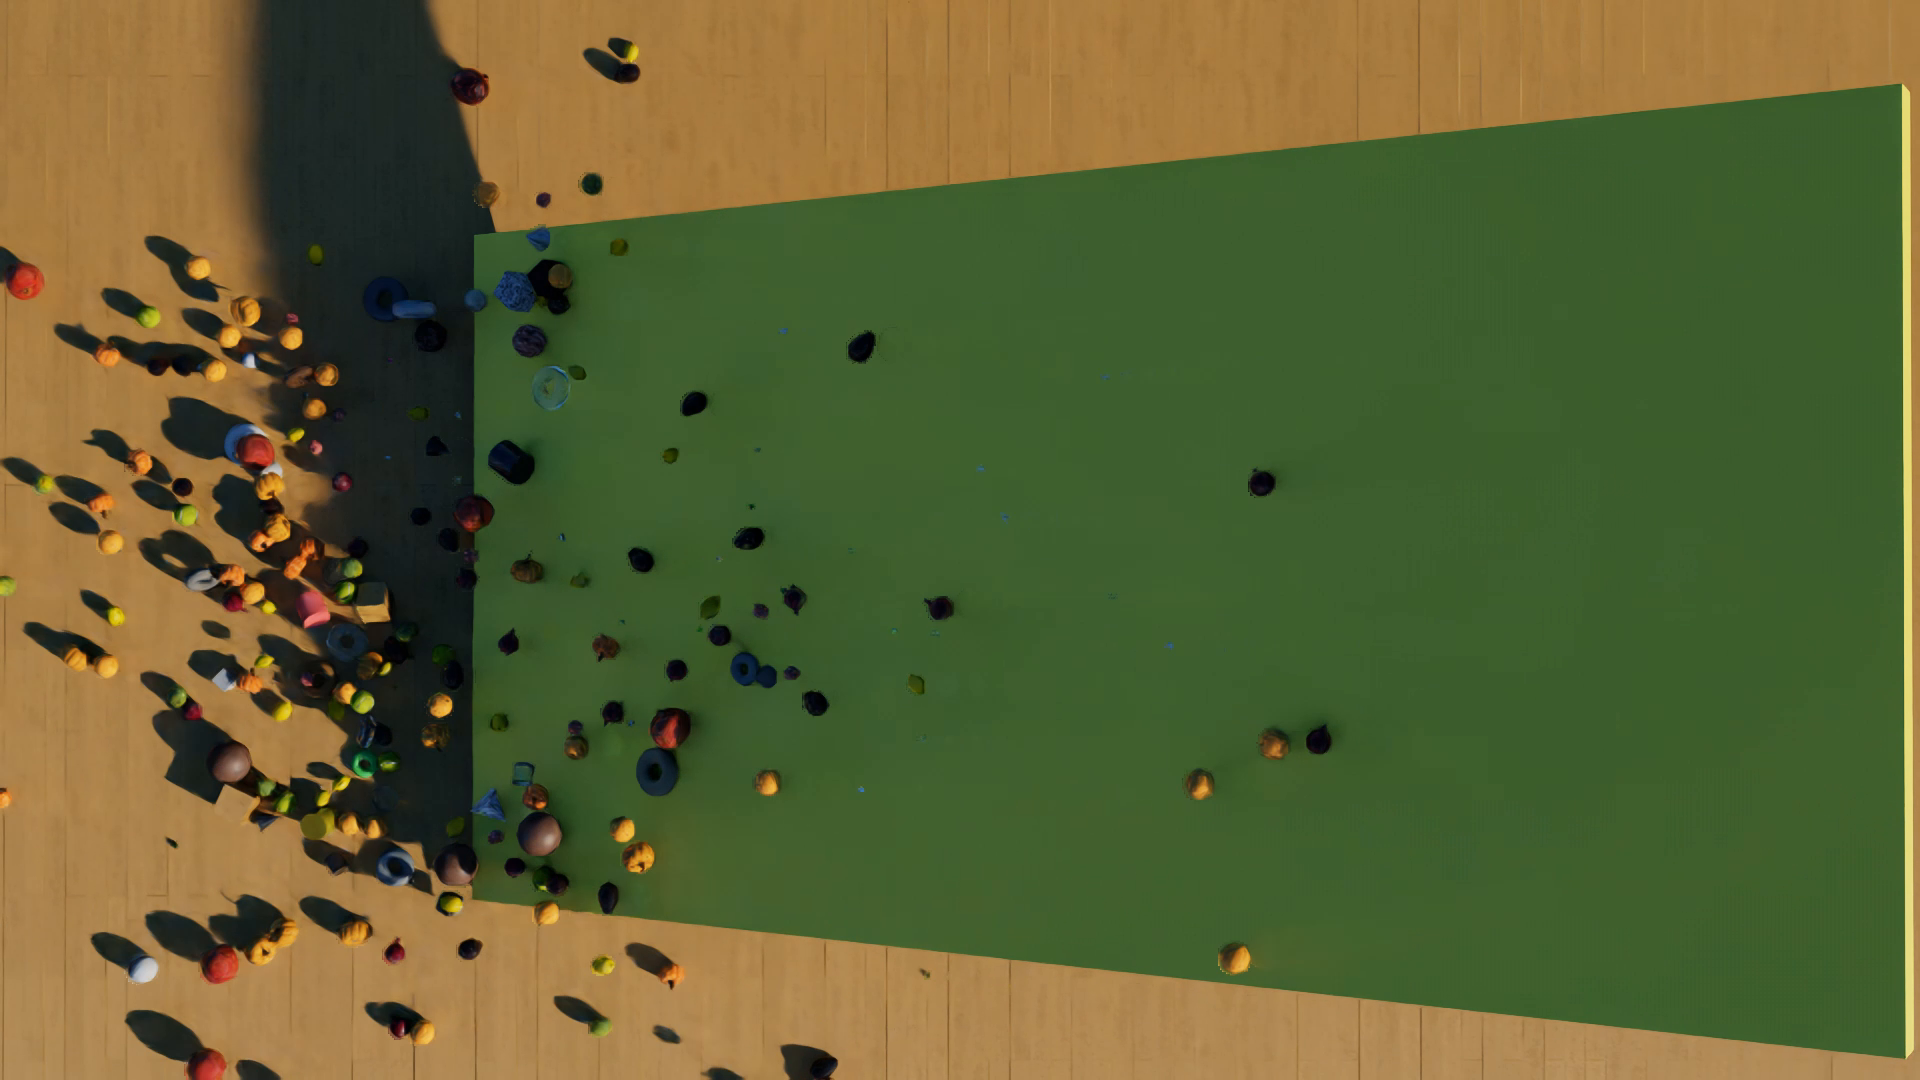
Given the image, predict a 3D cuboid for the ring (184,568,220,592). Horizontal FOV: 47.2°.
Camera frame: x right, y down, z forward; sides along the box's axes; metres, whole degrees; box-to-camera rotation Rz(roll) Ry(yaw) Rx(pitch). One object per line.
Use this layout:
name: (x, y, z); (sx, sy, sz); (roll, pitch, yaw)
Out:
ring: (-2.290, 0.119, 6.645); (0.107, 0.107, 0.036); (-22, 67, 0)

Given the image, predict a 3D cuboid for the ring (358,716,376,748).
ring: (-1.773, 0.574, 6.569); (0.033, 0.098, 0.098); (16, 89, -28)

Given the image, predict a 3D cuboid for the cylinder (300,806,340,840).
cylinder: (-1.931, 0.855, 6.642); (0.085, 0.085, 0.085); (2, 100, 12)

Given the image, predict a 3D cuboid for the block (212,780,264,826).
block: (-2.184, 0.796, 6.647); (0.095, 0.095, 0.095); (25, 90, 0)

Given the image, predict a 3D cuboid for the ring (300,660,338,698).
ring: (-1.948, 0.423, 6.679); (0.117, 0.039, 0.117); (0, 90, -1)

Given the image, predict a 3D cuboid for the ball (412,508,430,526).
ball: (-1.637, -0.072, 6.675); (0.055, 0.055, 0.055); (0, 89, 0)

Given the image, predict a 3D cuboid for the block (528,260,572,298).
block: (-1.197, -0.761, 6.414); (0.076, 0.076, 0.076); (-39, 70, 25)

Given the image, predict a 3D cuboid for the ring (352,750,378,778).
ring: (-1.808, 0.680, 6.683); (0.083, 0.028, 0.083); (0, 89, -1)

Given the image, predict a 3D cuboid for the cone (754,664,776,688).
cone: (-0.545, 0.374, 6.006); (0.064, 0.064, 0.064); (0, 89, 32)

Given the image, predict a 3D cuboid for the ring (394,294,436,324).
ring: (-1.644, -0.694, 6.628); (0.132, 0.132, 0.044); (15, 66, 0)

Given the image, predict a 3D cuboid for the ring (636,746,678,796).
ring: (-0.855, 0.654, 6.207); (0.140, 0.047, 0.140); (-1, 87, 32)

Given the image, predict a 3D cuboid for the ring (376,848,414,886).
ring: (-1.715, 0.993, 6.674); (0.118, 0.039, 0.118); (0, 89, -1)

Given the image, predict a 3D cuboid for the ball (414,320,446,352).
ball: (-1.603, -0.616, 6.658); (0.095, 0.095, 0.095); (0, 89, 0)

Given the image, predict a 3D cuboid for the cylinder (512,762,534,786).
cylinder: (-1.280, 0.688, 6.452); (0.056, 0.056, 0.056); (1, 64, 0)

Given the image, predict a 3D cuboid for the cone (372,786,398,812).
cone: (-1.751, 0.788, 6.655); (0.080, 0.080, 0.080); (0, 89, 0)

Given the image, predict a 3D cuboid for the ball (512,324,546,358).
ball: (-1.262, -0.583, 6.441); (0.095, 0.095, 0.095); (0, 89, 0)

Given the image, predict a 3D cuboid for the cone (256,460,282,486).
cone: (-2.107, -0.204, 6.662); (0.084, 0.084, 0.084); (0, 89, 0)

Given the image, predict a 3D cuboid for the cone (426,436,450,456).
cone: (-1.571, -0.273, 6.664); (0.066, 0.066, 0.066); (25, 90, 18)

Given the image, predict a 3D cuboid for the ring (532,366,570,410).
ring: (-1.197, -0.445, 6.430); (0.132, 0.044, 0.132); (0, 91, 32)

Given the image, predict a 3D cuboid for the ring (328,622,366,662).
ring: (-1.861, 0.309, 6.679); (0.123, 0.041, 0.123); (0, 92, 3)

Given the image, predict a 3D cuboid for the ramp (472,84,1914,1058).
ramp: (0.262, 0.072, 5.605); (4.000, 0.100, 2.000); (0, 89, 32)

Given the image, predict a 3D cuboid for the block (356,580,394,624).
block: (-1.765, 0.187, 6.640); (0.087, 0.087, 0.087); (-5, 53, 0)

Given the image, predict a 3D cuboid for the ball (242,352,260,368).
ball: (-2.156, -0.545, 6.681); (0.052, 0.052, 0.052); (0, 89, 0)

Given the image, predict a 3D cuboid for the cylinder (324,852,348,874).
cylinder: (-1.887, 0.980, 6.662); (0.052, 0.052, 0.052); (-40, 95, 0)

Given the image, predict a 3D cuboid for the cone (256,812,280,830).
cone: (-2.092, 0.846, 6.666); (0.061, 0.061, 0.061); (-14, 89, -6)

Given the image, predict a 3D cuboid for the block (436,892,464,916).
block: (-1.536, 1.096, 6.622); (0.053, 0.053, 0.053); (24, 103, 30)

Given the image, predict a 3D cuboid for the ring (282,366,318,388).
ring: (-1.993, -0.495, 6.645); (0.108, 0.108, 0.036); (-23, 81, 0)

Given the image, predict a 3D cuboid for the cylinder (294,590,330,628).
cylinder: (-1.957, 0.211, 6.642); (0.082, 0.082, 0.082); (-32, 66, 0)

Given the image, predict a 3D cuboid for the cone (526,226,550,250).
cone: (-1.252, -0.888, 6.451); (0.072, 0.072, 0.072); (0, 89, 32)

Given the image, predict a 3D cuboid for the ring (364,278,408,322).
ring: (-1.746, -0.730, 6.686); (0.137, 0.046, 0.137); (0, 90, -1)

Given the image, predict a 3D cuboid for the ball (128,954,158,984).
ball: (-2.471, 1.295, 6.647); (0.087, 0.087, 0.087); (0, 89, 0)

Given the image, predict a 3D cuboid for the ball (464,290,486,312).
ball: (-1.451, -0.715, 6.576); (0.067, 0.067, 0.067); (0, 89, 0)

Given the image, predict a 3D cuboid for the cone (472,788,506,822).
cone: (-1.379, 0.803, 6.518); (0.096, 0.096, 0.096); (-43, 105, 0)

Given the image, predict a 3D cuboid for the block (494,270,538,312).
block: (-1.302, -0.731, 6.475); (0.083, 0.083, 0.083); (43, 111, 25)

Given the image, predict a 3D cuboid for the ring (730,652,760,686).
ring: (-0.592, 0.355, 6.055); (0.092, 0.031, 0.092); (1, 91, 32)

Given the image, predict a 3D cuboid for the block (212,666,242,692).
block: (-2.223, 0.422, 6.670); (0.052, 0.052, 0.052); (-43, 90, 7)

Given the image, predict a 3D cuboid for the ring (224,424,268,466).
ring: (-2.170, -0.289, 6.683); (0.134, 0.045, 0.134); (0, 90, 1)

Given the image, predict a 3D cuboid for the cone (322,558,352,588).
cone: (-1.897, 0.102, 6.655); (0.094, 0.094, 0.094); (0, 89, 0)

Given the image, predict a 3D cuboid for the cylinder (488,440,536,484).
cylinder: (-1.320, -0.229, 6.472); (0.097, 0.097, 0.097); (33, 90, 28)
